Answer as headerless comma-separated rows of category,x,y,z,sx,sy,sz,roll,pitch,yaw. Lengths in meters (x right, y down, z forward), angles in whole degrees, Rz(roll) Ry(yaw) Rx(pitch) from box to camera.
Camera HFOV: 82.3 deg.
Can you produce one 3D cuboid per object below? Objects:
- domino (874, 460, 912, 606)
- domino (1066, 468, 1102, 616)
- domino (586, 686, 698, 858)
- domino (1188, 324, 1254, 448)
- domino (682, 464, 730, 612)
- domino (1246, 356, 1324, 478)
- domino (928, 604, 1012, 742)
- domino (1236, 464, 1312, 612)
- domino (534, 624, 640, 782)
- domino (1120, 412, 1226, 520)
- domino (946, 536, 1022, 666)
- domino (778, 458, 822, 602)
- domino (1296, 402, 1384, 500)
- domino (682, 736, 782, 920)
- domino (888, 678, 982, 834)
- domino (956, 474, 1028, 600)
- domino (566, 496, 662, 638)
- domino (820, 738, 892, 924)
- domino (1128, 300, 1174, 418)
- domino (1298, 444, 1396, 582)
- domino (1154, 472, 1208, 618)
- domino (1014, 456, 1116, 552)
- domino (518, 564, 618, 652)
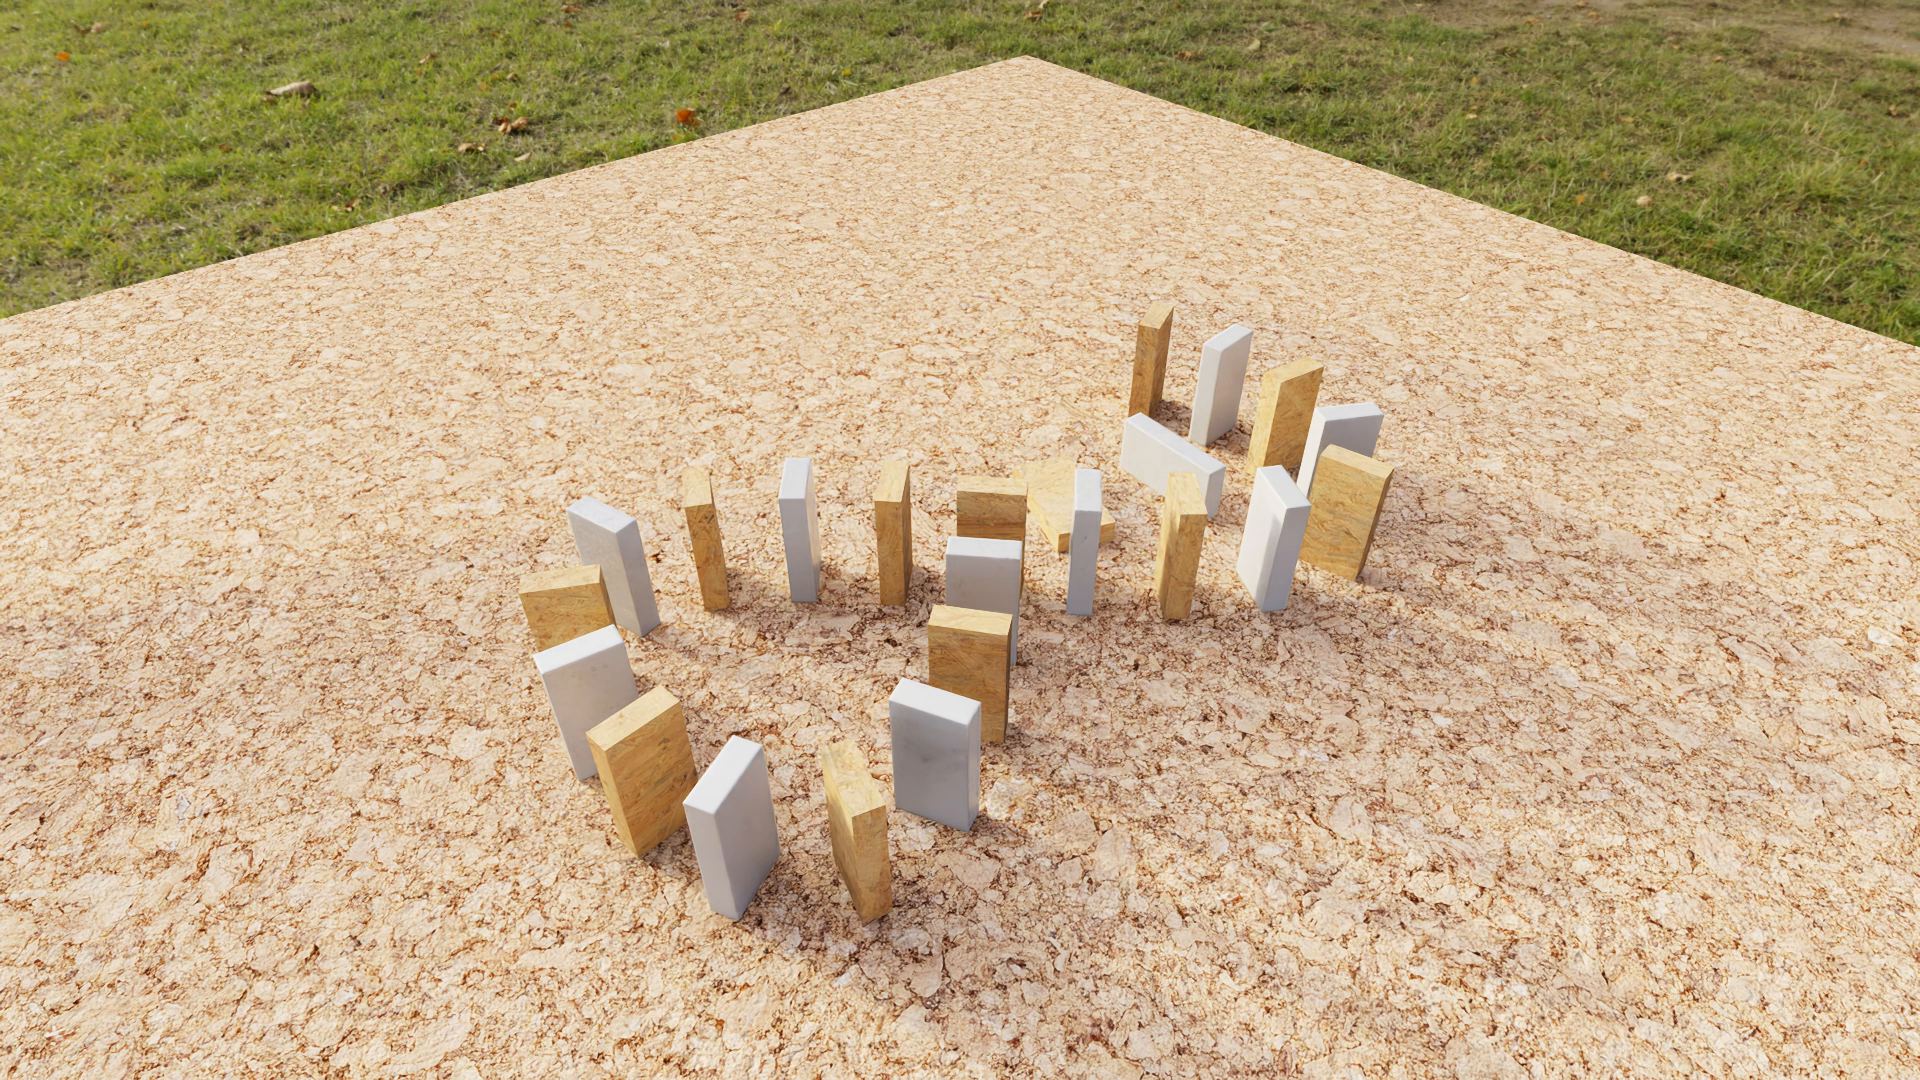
domino,-0.025,-0.002,0.414,0.009,0.050,0.025,3,39,4
domino,0.046,0.001,0.410,0.009,0.050,0.025,3,39,4
domino,-0.092,0.069,0.327,0.009,0.050,0.025,30,48,32
domino,0.117,-0.069,0.496,0.009,0.050,0.025,31,49,32
domino,-0.095,-0.001,0.412,0.009,0.050,0.025,-8,40,-10
domino,0.140,-0.052,0.475,0.025,0.050,0.010,-21,44,-24
domino,0.003,0.044,0.358,0.025,0.050,0.010,7,40,9
domino,0.117,0.000,0.411,0.010,0.050,0.025,-8,40,-9
domino,-0.115,0.052,0.348,0.025,0.050,0.010,-22,44,-25
domino,0.090,-0.032,0.470,0.009,0.025,0.050,-25,46,-28
domino,0.008,0.022,0.385,0.025,0.050,0.009,4,39,5
domino,-0.060,-0.003,0.416,0.010,0.050,0.025,-1,39,-1
domino,0.154,-0.031,0.450,0.025,0.050,0.010,-7,40,-9
domino,-0.063,0.082,0.311,0.010,0.050,0.025,15,42,17
domino,-0.007,0.066,0.331,0.025,0.050,0.010,15,42,18
domino,0.012,0.000,0.412,0.025,0.050,0.010,5,40,6
domino,-0.125,0.010,0.399,0.025,0.050,0.010,23,44,25
domino,-0.029,0.083,0.311,0.009,0.050,0.025,-16,42,-19
domino,0.089,-0.082,0.512,0.009,0.050,0.025,16,42,18
domino,0.147,-0.010,0.424,0.025,0.050,0.009,25,46,28
domino,0.081,0.002,0.409,0.009,0.050,0.025,-1,39,-1
domino,0.043,-0.016,0.463,0.025,0.009,0.050,-12,41,-15
domino,-0.130,0.032,0.373,0.025,0.050,0.009,-8,40,-10
